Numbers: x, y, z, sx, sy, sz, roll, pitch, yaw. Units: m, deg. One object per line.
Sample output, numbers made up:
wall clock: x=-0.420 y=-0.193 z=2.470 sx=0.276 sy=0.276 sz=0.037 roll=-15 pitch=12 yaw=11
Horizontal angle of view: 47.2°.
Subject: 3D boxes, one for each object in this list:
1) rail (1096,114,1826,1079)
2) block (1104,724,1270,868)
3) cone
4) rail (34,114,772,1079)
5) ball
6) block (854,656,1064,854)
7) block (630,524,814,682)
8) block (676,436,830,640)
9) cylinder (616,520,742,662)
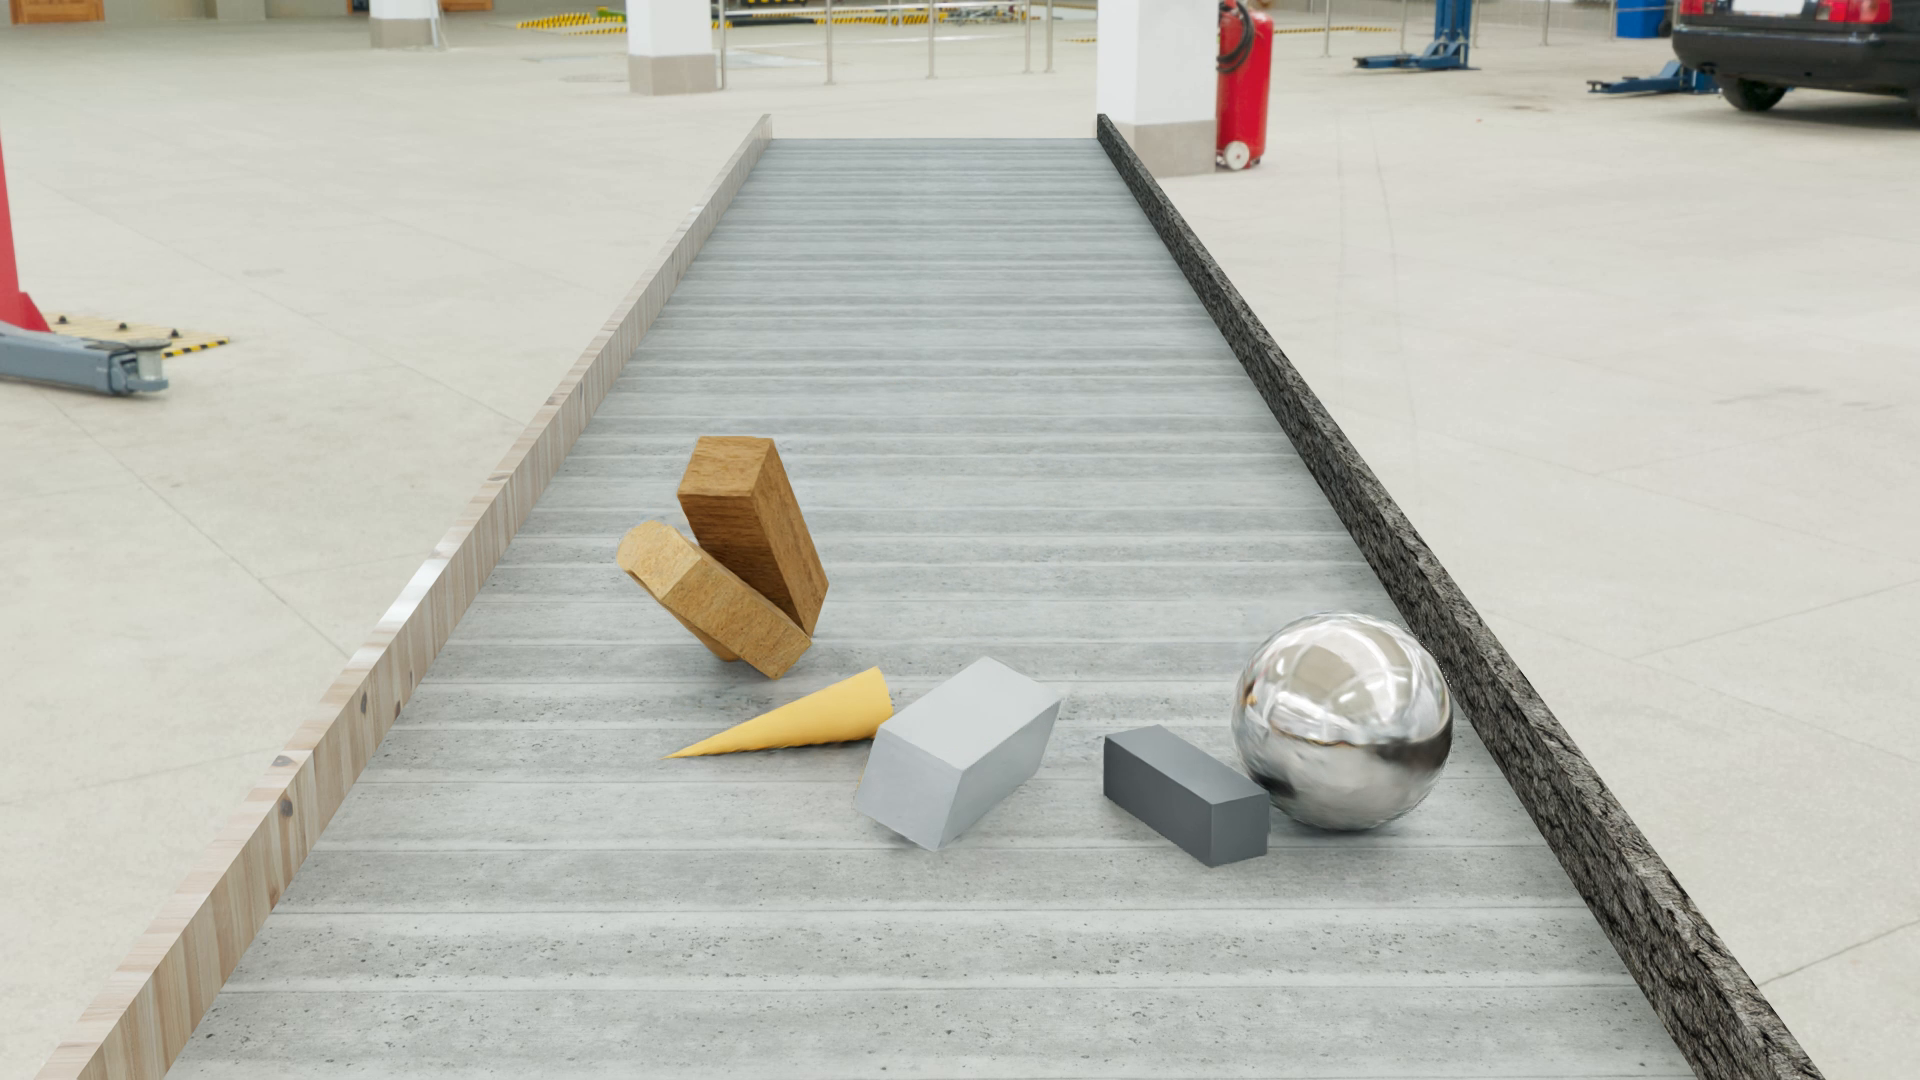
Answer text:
rail: x=0.932 y=-0.844 z=7.801 sx=0.050 sy=0.150 sz=12.000 roll=0 pitch=17 yaw=-1
block: x=0.369 y=0.418 z=3.628 sx=0.109 sy=0.109 sz=0.330 roll=-8 pitch=18 yaw=-26
cone: x=-0.337 y=0.342 z=3.961 sx=0.420 sy=0.132 sz=0.132 roll=-14 pitch=19 yaw=-13
rail: x=-1.118 y=-0.838 z=7.780 sx=0.050 sy=0.150 sz=12.000 roll=0 pitch=17 yaw=-1
ball: x=0.625 y=0.295 z=3.602 sx=0.360 sy=0.360 sz=0.360 roll=0 pitch=17 yaw=0
block: x=0.002 y=0.352 z=3.688 sx=0.159 sy=0.159 sz=0.380 roll=27 pitch=25 yaw=19
block: x=-0.442 y=0.124 z=4.133 sx=0.105 sy=0.105 sz=0.451 roll=43 pitch=-1 yaw=33
block: x=-0.408 y=0.002 z=4.403 sx=0.153 sy=0.448 sz=0.153 roll=2 pitch=50 yaw=17
cylinder: x=-0.526 y=0.104 z=4.310 sx=0.114 sy=0.340 sz=0.114 roll=-19 pitch=48 yaw=22
